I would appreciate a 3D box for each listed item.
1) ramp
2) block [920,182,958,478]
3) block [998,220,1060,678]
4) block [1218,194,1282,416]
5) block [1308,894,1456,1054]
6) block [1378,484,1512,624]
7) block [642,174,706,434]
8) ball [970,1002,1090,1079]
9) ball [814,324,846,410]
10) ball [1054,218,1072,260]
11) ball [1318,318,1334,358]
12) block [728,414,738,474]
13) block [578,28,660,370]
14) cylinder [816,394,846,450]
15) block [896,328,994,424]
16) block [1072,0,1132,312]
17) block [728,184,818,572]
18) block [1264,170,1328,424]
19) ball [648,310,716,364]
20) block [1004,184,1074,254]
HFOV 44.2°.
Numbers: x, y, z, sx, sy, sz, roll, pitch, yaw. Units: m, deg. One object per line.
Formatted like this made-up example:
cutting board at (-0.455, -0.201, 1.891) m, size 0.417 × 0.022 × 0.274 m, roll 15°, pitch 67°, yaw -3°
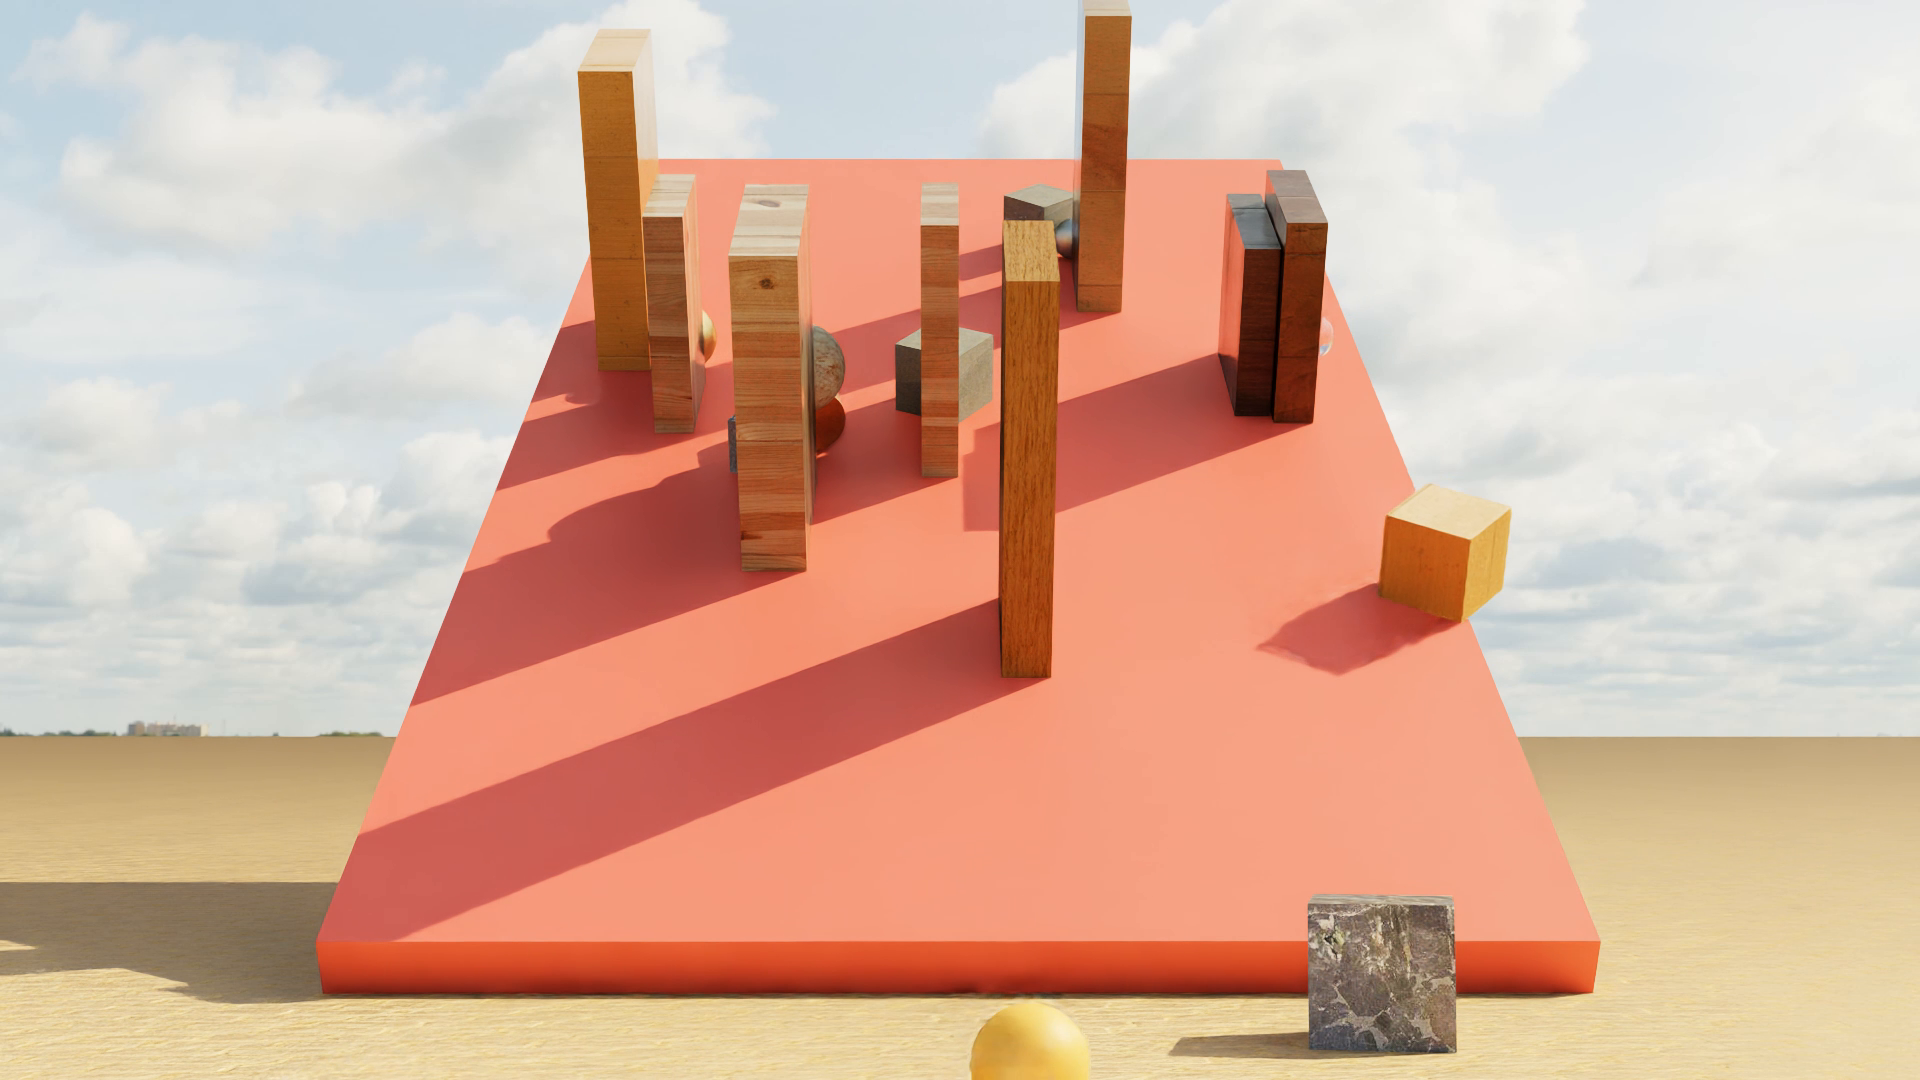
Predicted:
ramp at (-0.010, -0.227, 5.490) m, size 2.000 × 0.100 × 4.000 m, roll 0°, pitch 27°, yaw 0°
block at (-0.044, -0.462, 5.197) m, size 0.080 × 0.581 × 0.285 m, roll 0°, pitch 27°, yaw 0°
block at (0.124, -0.165, 4.380) m, size 0.093 × 0.784 × 0.318 m, roll 0°, pitch 27°, yaw 0°
block at (0.680, -0.559, 5.587) m, size 0.082 × 0.410 × 0.393 m, roll 0°, pitch 27°, yaw 0°
block at (0.563, 0.573, 3.150) m, size 0.188 × 0.188 × 0.188 m, roll -1°, pitch -5°, yaw 11°
block at (0.959, 0.024, 4.679) m, size 0.182 × 0.182 × 0.182 m, roll 19°, pitch 32°, yaw 32°
block at (-0.653, -0.543, 5.427) m, size 0.089 × 0.518 × 0.301 m, roll 0°, pitch 27°, yaw 0°
ball at (0.074, 0.550, 2.484) m, size 0.127 × 0.127 × 0.127 m, roll 0°, pitch -5°, yaw 0°
ball at (-0.351, -0.376, 5.171) m, size 0.201 × 0.201 × 0.201 m, roll 0°, pitch -5°, yaw 0°
ball at (0.312, -0.819, 6.430) m, size 0.117 × 0.117 × 0.117 m, roll 0°, pitch -5°, yaw 0°
ball at (0.864, -0.499, 5.806) m, size 0.108 × 0.108 × 0.108 m, roll 0°, pitch -5°, yaw 0°
block at (-0.427, -0.222, 5.225) m, size 0.125 × 0.125 × 0.125 m, roll 10°, pitch 28°, yaw 18°
block at (-0.814, -0.827, 5.746) m, size 0.126 × 0.739 × 0.381 m, roll 0°, pitch 27°, yaw 0°
cylinder at (-0.341, -0.299, 5.358) m, size 0.146 × 0.146 × 0.146 m, roll 1°, pitch 26°, yaw -12°
block at (-0.036, -0.391, 5.520) m, size 0.166 × 0.166 × 0.166 m, roll 15°, pitch 30°, yaw 27°
block at (0.360, -1.008, 6.079) m, size 0.114 × 0.769 × 0.342 m, roll 0°, pitch 27°, yaw 0°
block at (-0.376, -0.335, 4.838) m, size 0.131 × 0.675 × 0.430 m, roll 0°, pitch 27°, yaw 0°
block at (0.770, -0.572, 5.529) m, size 0.092 × 0.486 × 0.381 m, roll 0°, pitch 27°, yaw 0°
ball at (-0.669, -0.489, 5.714) m, size 0.164 × 0.164 × 0.164 m, roll 0°, pitch -5°, yaw 0°
block at (0.225, -0.879, 6.513) m, size 0.149 × 0.149 × 0.149 m, roll 23°, pitch 35°, yaw 38°
